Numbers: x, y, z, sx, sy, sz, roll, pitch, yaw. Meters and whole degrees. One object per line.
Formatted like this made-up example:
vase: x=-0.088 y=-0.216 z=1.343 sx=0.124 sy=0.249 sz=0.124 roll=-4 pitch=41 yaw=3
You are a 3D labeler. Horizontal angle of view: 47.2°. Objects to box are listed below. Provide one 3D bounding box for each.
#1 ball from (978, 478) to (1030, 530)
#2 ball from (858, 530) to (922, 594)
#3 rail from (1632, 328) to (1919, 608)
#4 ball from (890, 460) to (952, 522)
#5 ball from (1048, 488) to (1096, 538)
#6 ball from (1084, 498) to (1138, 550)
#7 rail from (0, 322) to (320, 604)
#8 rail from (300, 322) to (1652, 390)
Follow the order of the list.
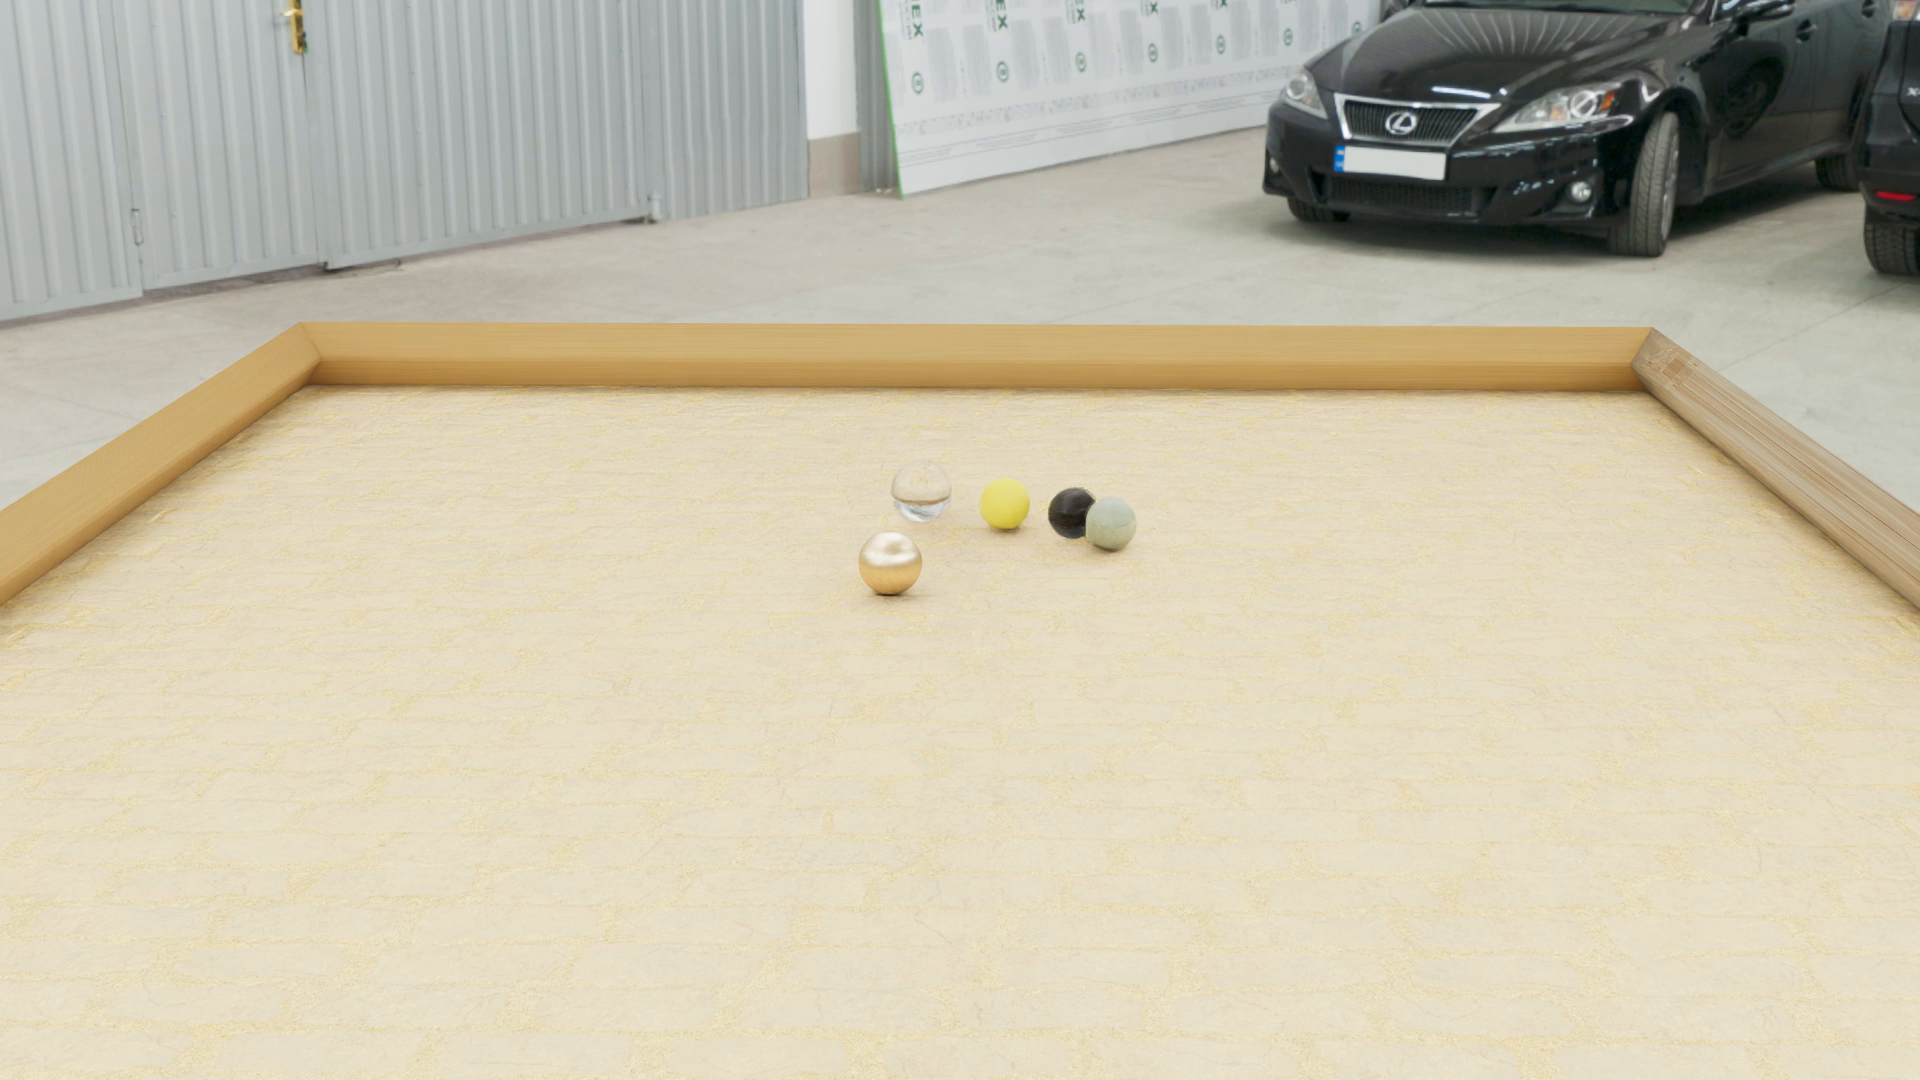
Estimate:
ball: x=0.060 y=-0.048 z=2.966 sx=0.069 sy=0.069 sz=0.069 roll=0 pitch=17 yaw=0
ball: x=-0.086 y=0.028 z=2.698 sx=0.079 sy=0.079 sz=0.079 roll=0 pitch=17 yaw=0
rail: x=1.115 y=0.289 z=1.778 sx=0.045 sy=0.109 sz=4.143 roll=0 pitch=17 yaw=1
ball: x=-0.052 y=-0.066 z=2.998 sx=0.084 sy=0.084 sz=0.084 roll=0 pitch=17 yaw=0
ball: x=0.151 y=-0.035 z=2.926 sx=0.068 sy=0.068 sz=0.068 roll=0 pitch=17 yaw=0
ball: x=0.198 y=-0.021 z=2.876 sx=0.069 sy=0.069 sz=0.069 roll=0 pitch=17 yaw=0
rail: x=-1.157 y=0.276 z=1.822 sx=0.045 sy=0.109 sz=4.143 roll=0 pitch=17 yaw=1
rail: x=0.021 y=-0.310 z=3.759 sx=2.320 sy=0.109 sz=0.045 roll=0 pitch=17 yaw=1
